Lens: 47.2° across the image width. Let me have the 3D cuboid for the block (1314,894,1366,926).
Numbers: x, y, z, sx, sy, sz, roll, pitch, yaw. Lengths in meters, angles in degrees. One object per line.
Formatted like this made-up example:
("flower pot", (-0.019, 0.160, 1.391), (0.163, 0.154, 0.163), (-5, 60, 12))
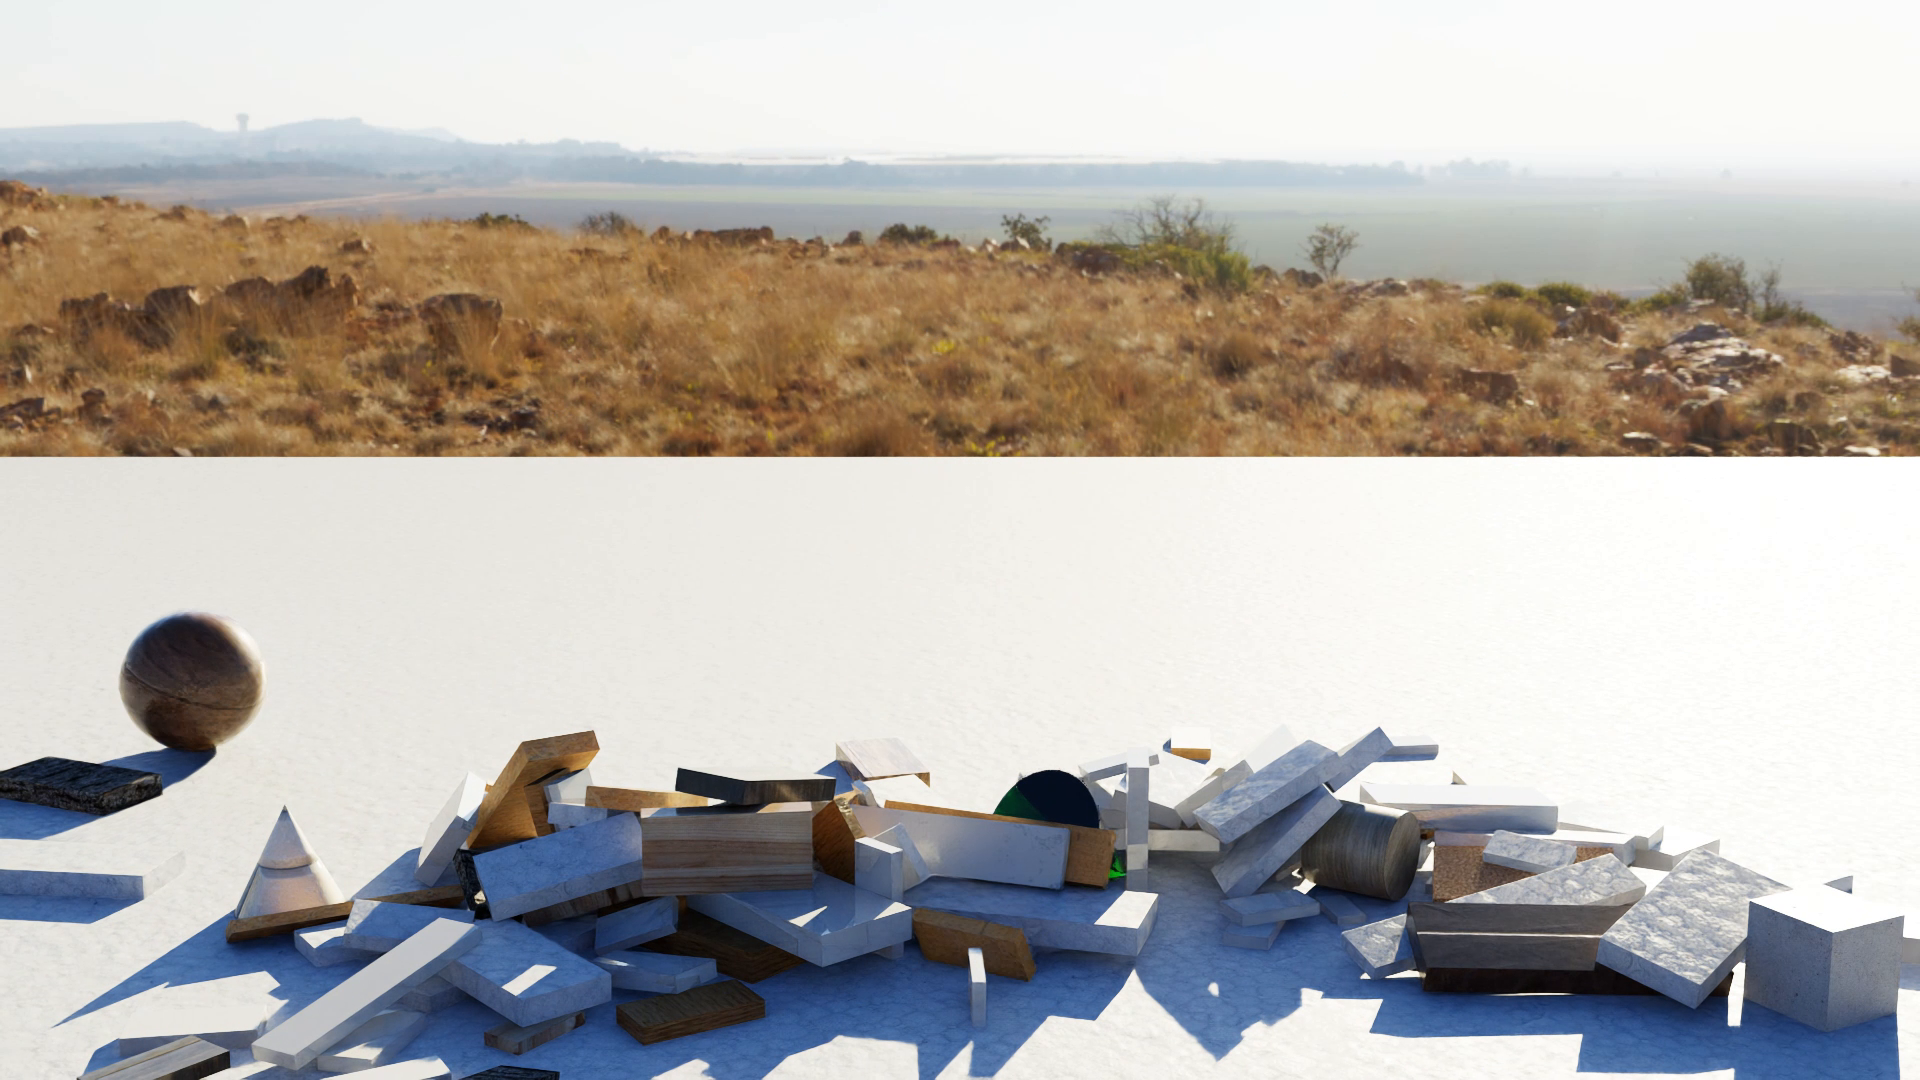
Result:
("block", (0.618, 0.601, 3.573), (0.049, 0.014, 0.097), (-2, 11, -12))

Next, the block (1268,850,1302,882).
("block", (0.554, 0.556, 3.769), (0.097, 0.014, 0.049), (-22, 22, -38))

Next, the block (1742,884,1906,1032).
("block", (1.251, 0.603, 3.189), (0.149, 0.149, 0.149), (-6, 12, -28))

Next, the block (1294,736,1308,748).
("block", (0.555, 0.430, 3.914), (0.157, 0.044, 0.314), (-37, -7, 12))

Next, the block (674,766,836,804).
("block", (-0.322, 0.388, 3.492), (0.130, 0.037, 0.259), (7, -1, 29))

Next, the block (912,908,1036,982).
("block", (0.020, 0.609, 3.314), (0.182, 0.091, 0.026), (6, 43, 30))

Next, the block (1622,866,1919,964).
("block", (1.450, 0.612, 3.439), (0.943, 0.041, 0.144), (5, 12, 27))

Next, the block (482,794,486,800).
("block", (-0.861, 0.507, 4.046), (0.093, 0.026, 0.196), (-6, 12, -27))

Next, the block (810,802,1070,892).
("block", (-0.045, 0.490, 3.539), (0.442, 0.095, 0.027), (4, -14, 16))

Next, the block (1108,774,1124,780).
("block", (0.326, 0.475, 4.173), (0.146, 0.041, 0.313), (8, 13, 37))

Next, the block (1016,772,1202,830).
("block", (0.283, 0.475, 3.960), (0.347, 0.036, 0.128), (7, 18, -21))

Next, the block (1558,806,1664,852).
("block", (1.126, 0.504, 3.838), (0.179, 0.025, 0.090), (7, 13, 33))

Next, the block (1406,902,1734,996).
("block", (0.906, 0.611, 3.289), (0.449, 0.044, 0.156), (1, 28, 0))

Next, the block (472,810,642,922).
("block", (-0.615, 0.506, 3.420), (0.258, 0.037, 0.129), (-14, 31, -18))

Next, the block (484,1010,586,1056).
("block", (-0.598, 0.687, 3.096), (0.066, 0.019, 0.131), (7, 13, 33))

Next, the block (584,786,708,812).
("block", (-0.511, 0.427, 3.607), (0.118, 0.033, 0.236), (3, -6, 15))

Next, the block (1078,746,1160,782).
("block", (0.288, 0.407, 3.991), (0.134, 0.019, 0.067), (-14, 9, -11))

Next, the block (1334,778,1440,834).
("block", (0.716, 0.485, 4.020), (0.147, 0.042, 0.293), (-7, 13, -34))

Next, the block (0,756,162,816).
("block", (-1.692, 0.469, 4.206), (0.294, 0.042, 0.147), (5, 12, 25))

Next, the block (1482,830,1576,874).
("block", (0.930, 0.513, 3.589), (0.134, 0.019, 0.067), (10, 32, 31))

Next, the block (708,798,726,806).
("block", (-0.491, 0.494, 3.985), (0.387, 0.034, 0.120), (-5, 10, 6))

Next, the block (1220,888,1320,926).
("block", (0.495, 0.588, 3.516), (0.142, 0.020, 0.071), (-4, 11, -23))

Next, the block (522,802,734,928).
("block", (-0.502, 0.506, 3.483), (0.387, 0.037, 0.130), (-15, 32, 0))

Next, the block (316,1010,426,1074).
("block", (-0.814, 0.694, 3.046), (0.081, 0.023, 0.161), (2, 11, 12))

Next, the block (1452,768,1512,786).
("block", (0.977, 0.459, 4.084), (0.080, 0.023, 0.160), (-1, 11, -4))

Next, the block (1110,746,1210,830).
("block", (0.365, 0.447, 3.988), (0.128, 0.036, 0.257), (17, 17, 12))

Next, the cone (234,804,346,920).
("cone", (-1.095, 0.515, 3.583), (0.178, 0.178, 0.178), (0, 11, 0))

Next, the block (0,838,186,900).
("block", (-1.875, 0.548, 3.780), (1.080, 0.042, 0.147), (1, 11, 8))

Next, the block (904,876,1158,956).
("block", (0.102, 0.584, 3.448), (0.391, 0.044, 0.157), (3, 11, 16))

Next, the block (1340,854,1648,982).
("block", (0.833, 0.582, 3.414), (0.510, 0.025, 0.090), (-11, 31, -22))

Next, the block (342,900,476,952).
("block", (-0.851, 0.602, 3.403), (0.185, 0.026, 0.093), (7, 24, -7))

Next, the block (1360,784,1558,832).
("block", (0.870, 0.467, 3.853), (0.311, 0.044, 0.156), (1, 6, -1))

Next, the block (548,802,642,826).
("block", (-0.542, 0.463, 3.660), (0.118, 0.033, 0.302), (2, -7, 29))

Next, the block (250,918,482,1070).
("block", (-0.831, 0.636, 3.108), (0.081, 0.023, 0.375), (5, 21, 29))

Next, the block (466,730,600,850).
("block", (-0.744, 0.434, 3.800), (0.129, 0.037, 0.368), (-7, -26, -33))

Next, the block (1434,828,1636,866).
("block", (0.977, 0.519, 3.739), (0.311, 0.042, 0.147), (1, -1, 24))

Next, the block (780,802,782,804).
("block", (-0.341, 0.475, 3.554), (0.184, 0.026, 0.092), (-16, 29, 9))

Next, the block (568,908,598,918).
("block", (-0.541, 0.593, 3.617), (0.235, 0.013, 0.047), (-4, 11, -23))

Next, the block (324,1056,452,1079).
("block", (-0.824, 0.727, 2.881), (0.303, 0.019, 0.066), (-6, 12, -30))

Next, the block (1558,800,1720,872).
("block", (1.174, 0.527, 3.894), (0.146, 0.041, 0.292), (-9, 14, -39))

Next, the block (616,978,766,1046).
("block", (-0.385, 0.674, 3.144), (0.189, 0.027, 0.094), (-7, 12, -31))

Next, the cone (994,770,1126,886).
("cone", (0.209, 0.532, 3.682), (0.242, 0.242, 0.242), (11, -12, 45))

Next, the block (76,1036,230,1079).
("block", (-1.057, 0.699, 2.886), (0.085, 0.024, 0.170), (8, 13, 36))

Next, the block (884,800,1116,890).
("block", (0.054, 0.492, 3.556), (0.392, 0.091, 0.026), (5, -21, 21))
